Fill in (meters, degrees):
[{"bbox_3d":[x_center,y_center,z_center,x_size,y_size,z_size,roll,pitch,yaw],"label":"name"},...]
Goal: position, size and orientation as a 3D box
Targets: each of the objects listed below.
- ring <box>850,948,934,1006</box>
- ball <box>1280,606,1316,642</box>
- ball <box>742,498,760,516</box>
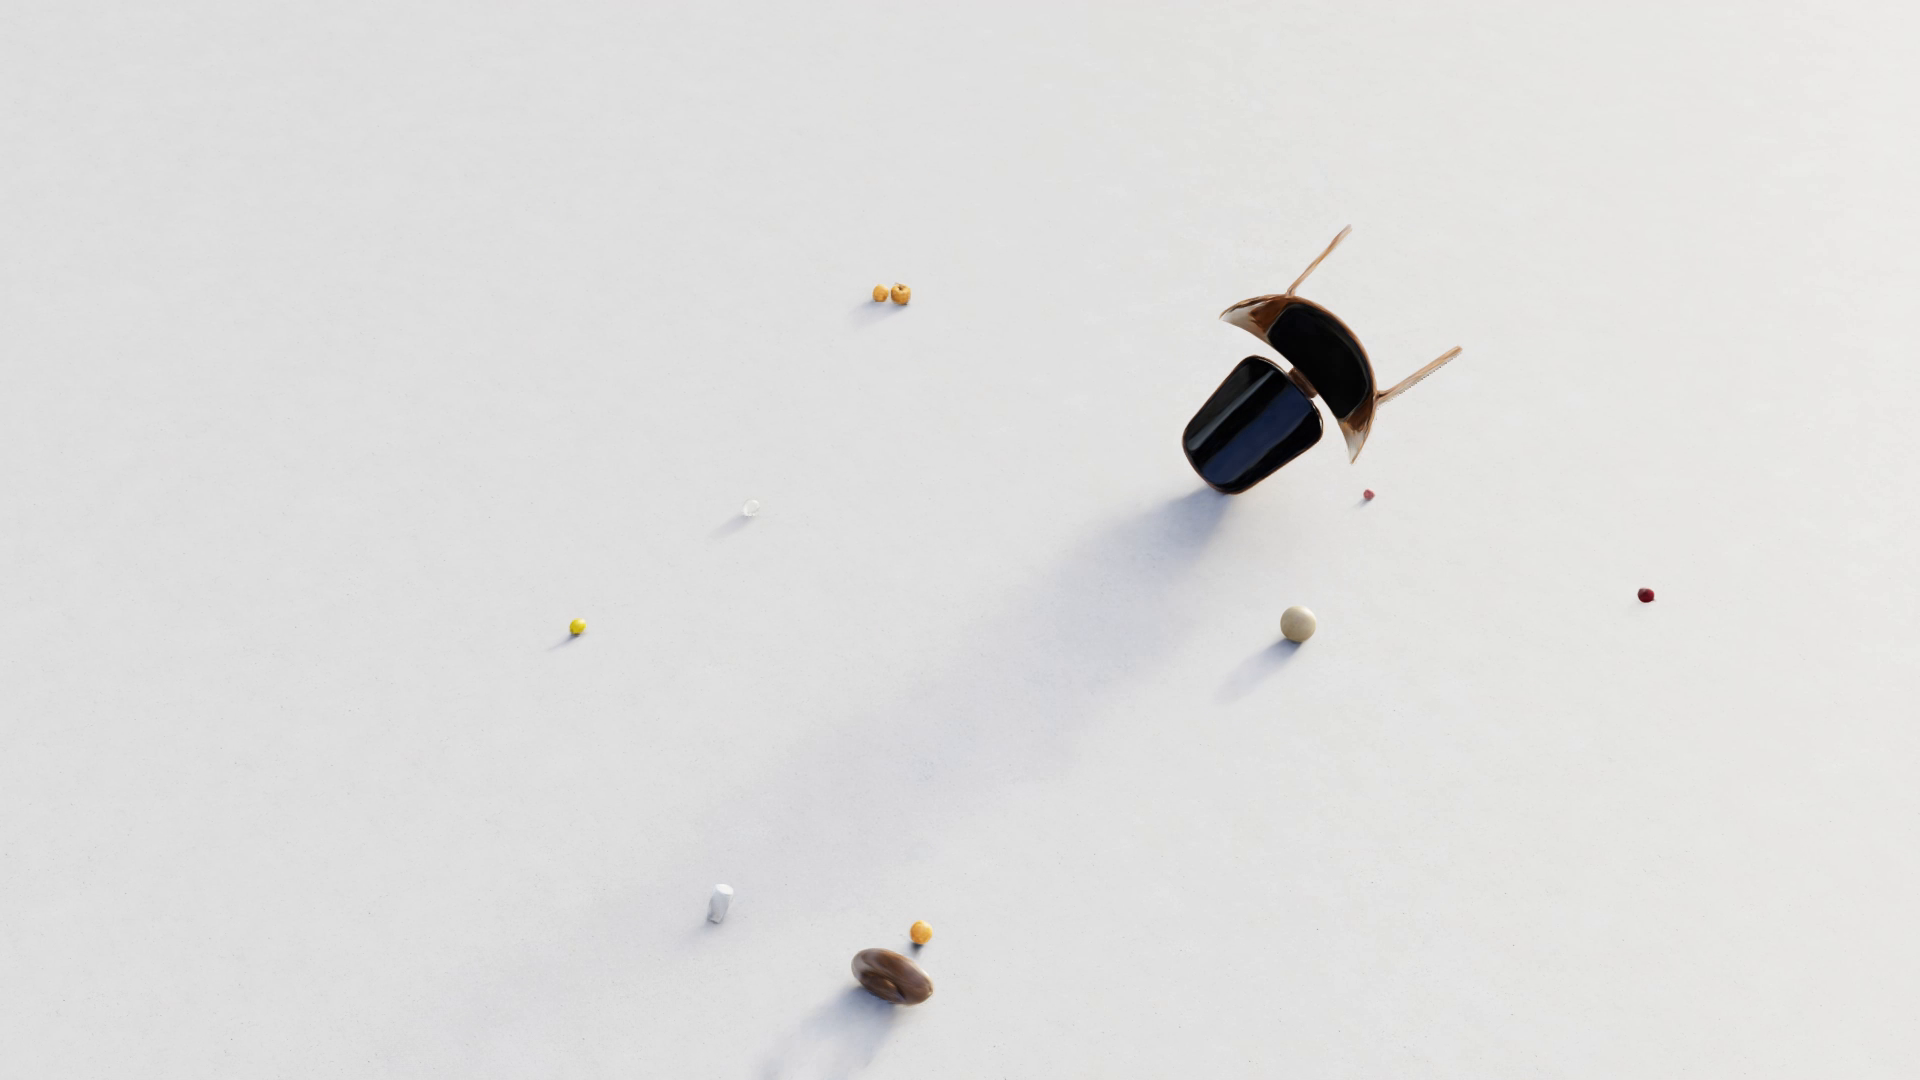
[{"bbox_3d":[-0.204,1.310,8.800,0.311,0.166,0.094,14,49,40],"label":"ring"},{"bbox_3d":[1.197,0.296,10.376,0.131,0.131,0.131,0,33,0],"label":"ball"},{"bbox_3d":[-0.788,-0.124,11.075,0.064,0.064,0.064,0,33,0],"label":"ball"}]
